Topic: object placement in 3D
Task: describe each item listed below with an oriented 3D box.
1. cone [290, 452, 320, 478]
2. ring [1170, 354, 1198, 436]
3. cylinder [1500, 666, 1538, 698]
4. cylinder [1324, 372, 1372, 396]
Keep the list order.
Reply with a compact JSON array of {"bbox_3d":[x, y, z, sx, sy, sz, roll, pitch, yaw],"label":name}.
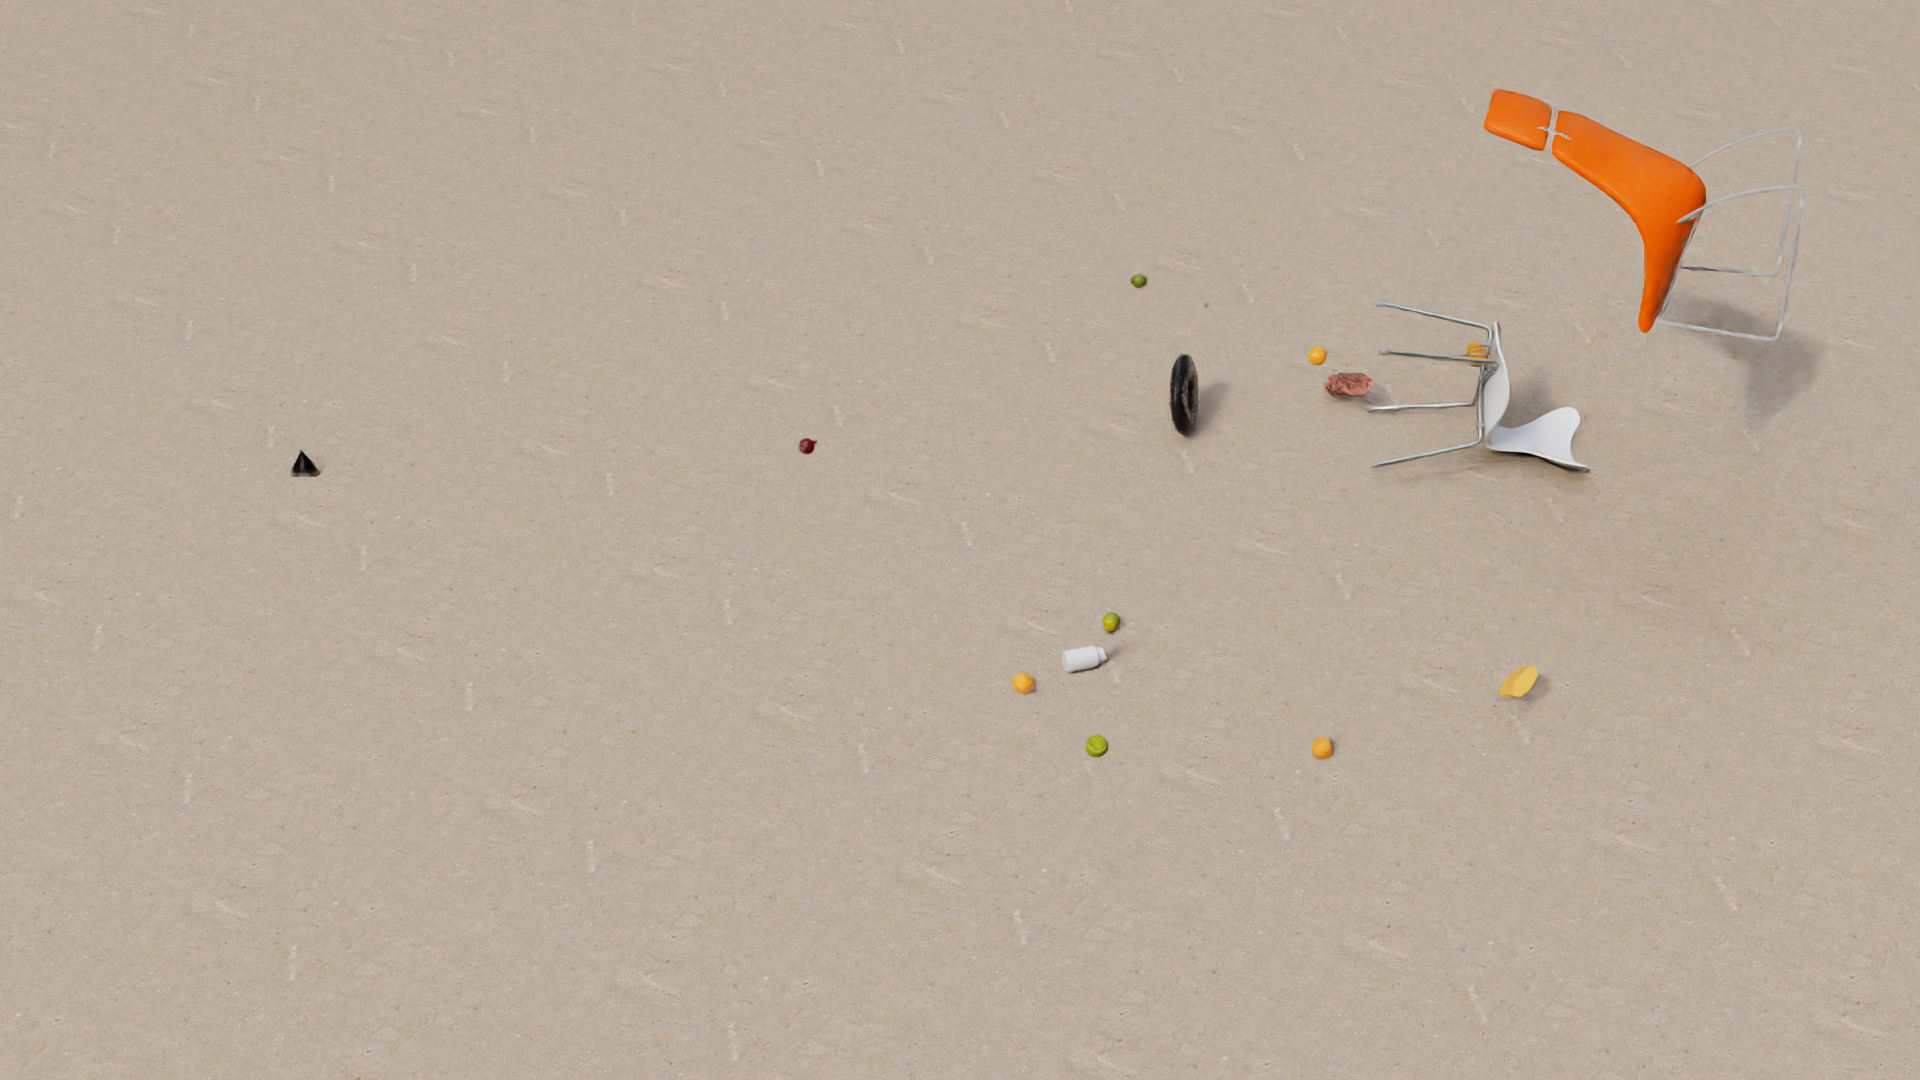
[{"bbox_3d":[-2.531,-0.301,11.301,0.121,0.110,0.053,0,33,-1],"label":"cone"},{"bbox_3d":[0.883,-0.572,11.532,0.066,0.314,0.389,-1,20,15],"label":"ring"},{"bbox_3d":[1.910,0.485,10.012,0.130,0.058,0.092,-49,9,-12],"label":"cylinder"},{"bbox_3d":[1.549,-0.621,11.690,0.138,0.088,0.163,-6,4,-15],"label":"cylinder"}]
